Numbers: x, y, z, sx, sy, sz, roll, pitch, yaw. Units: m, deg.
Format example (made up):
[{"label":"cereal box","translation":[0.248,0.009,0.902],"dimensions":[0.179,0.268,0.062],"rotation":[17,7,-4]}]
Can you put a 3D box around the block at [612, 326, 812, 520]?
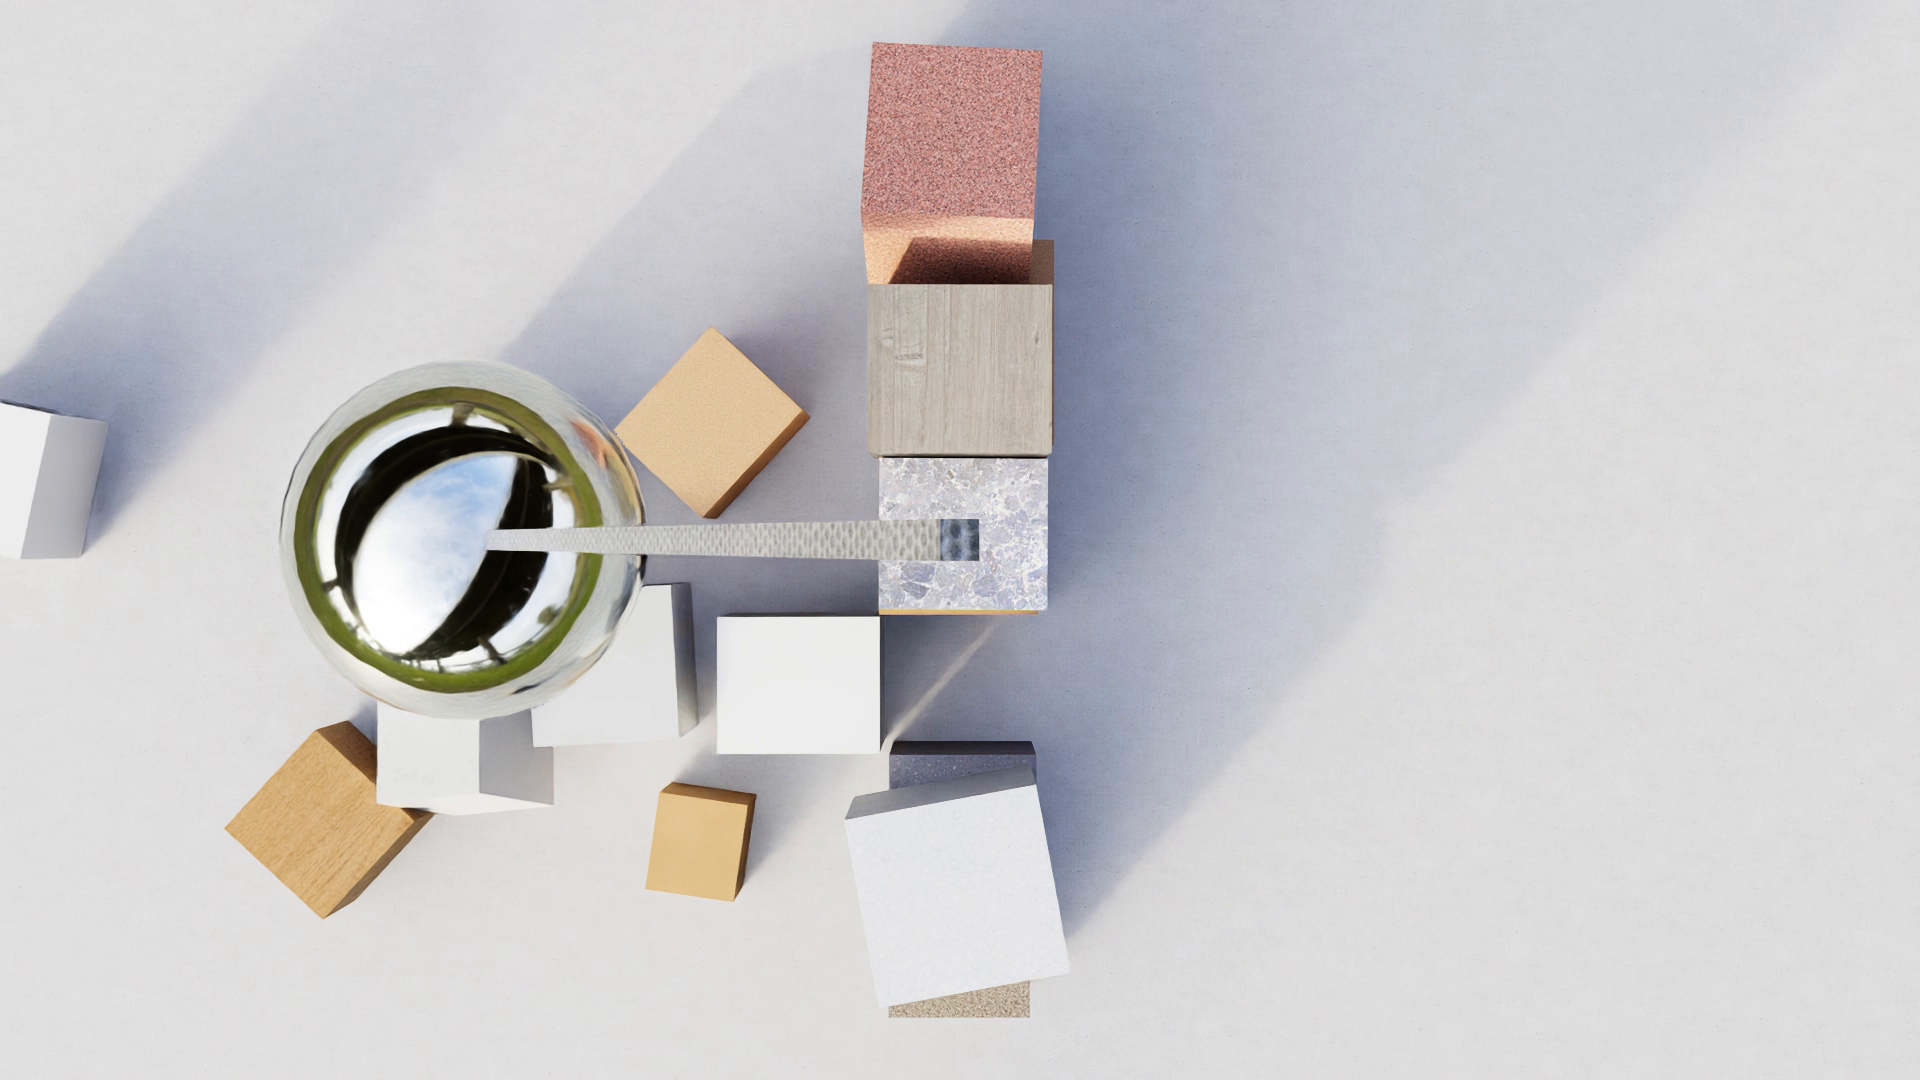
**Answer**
[{"label":"block","translation":[-1.413,-0.661,12.632],"dimensions":[0.693,0.736,0.824],"rotation":[43,90,0]}]

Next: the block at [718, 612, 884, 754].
[{"label":"block","translation":[-0.895,0.805,12.592],"dimensions":[0.899,0.817,0.757],"rotation":[0,90,0]}]

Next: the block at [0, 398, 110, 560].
[{"label":"block","translation":[-5.482,-0.373,12.581],"dimensions":[0.753,0.837,0.823],"rotation":[12,90,0]}]

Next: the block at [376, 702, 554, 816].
[{"label":"block","translation":[-2.792,1.159,12.461],"dimensions":[0.664,0.757,0.682],"rotation":[-8,76,21]}]

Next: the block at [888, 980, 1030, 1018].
[{"label":"block","translation":[-0.005,2.266,12.603],"dimensions":[0.786,0.794,0.770],"rotation":[0,90,0]}]

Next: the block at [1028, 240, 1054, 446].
[{"label":"block","translation":[0.010,-1.067,12.431],"dimensions":[0.993,1.138,1.107],"rotation":[0,90,0]}]

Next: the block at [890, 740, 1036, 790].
[{"label":"block","translation":[0.015,1.529,12.585],"dimensions":[0.816,0.830,0.682],"rotation":[0,90,0]}]

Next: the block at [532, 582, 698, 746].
[{"label":"block","translation":[-1.966,0.692,12.540],"dimensions":[0.802,0.920,0.847],"rotation":[-3,90,0]}]

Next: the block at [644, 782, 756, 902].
[{"label":"block","translation":[-1.493,1.739,12.723],"dimensions":[0.506,0.554,0.554],"rotation":[8,90,0]}]

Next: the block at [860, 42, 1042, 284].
[{"label":"block","translation":[-0.038,-1.903,11.406],"dimensions":[0.853,1.027,0.914],"rotation":[3,75,1]}]

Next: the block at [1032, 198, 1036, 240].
[{"label":"block","translation":[-0.002,-2.141,12.513],"dimensions":[0.845,0.974,1.021],"rotation":[0,90,0]}]

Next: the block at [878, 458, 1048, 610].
[{"label":"block","translation":[0.017,-0.031,11.816],"dimensions":[0.878,0.711,0.789],"rotation":[0,90,0]}]

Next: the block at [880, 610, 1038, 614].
[{"label":"block","translation":[-0.007,-0.046,12.586],"dimensions":[0.879,0.828,0.916],"rotation":[0,90,0]}]

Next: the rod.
[{"label":"rod","translation":[-0.948,0.000,6.579],"dimensions":[0.080,5.200,0.080],"rotation":[0,90,-21]}]

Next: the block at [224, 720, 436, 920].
[{"label":"block","translation":[-3.597,1.598,12.668],"dimensions":[0.756,0.664,0.755],"rotation":[43,90,0]}]

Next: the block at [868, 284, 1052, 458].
[{"label":"block","translation":[-0.001,-0.857,11.426],"dimensions":[0.921,0.872,0.841],"rotation":[0,90,0]}]

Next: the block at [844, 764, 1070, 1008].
[{"label":"block","translation":[-0.012,1.805,11.654],"dimensions":[0.989,1.031,0.968],"rotation":[-11,90,0]}]

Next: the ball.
[{"label":"ball","translation":[-2.187,0.000,9.745],"dimensions":[1.600,1.600,1.600],"rotation":[0,90,0]}]
